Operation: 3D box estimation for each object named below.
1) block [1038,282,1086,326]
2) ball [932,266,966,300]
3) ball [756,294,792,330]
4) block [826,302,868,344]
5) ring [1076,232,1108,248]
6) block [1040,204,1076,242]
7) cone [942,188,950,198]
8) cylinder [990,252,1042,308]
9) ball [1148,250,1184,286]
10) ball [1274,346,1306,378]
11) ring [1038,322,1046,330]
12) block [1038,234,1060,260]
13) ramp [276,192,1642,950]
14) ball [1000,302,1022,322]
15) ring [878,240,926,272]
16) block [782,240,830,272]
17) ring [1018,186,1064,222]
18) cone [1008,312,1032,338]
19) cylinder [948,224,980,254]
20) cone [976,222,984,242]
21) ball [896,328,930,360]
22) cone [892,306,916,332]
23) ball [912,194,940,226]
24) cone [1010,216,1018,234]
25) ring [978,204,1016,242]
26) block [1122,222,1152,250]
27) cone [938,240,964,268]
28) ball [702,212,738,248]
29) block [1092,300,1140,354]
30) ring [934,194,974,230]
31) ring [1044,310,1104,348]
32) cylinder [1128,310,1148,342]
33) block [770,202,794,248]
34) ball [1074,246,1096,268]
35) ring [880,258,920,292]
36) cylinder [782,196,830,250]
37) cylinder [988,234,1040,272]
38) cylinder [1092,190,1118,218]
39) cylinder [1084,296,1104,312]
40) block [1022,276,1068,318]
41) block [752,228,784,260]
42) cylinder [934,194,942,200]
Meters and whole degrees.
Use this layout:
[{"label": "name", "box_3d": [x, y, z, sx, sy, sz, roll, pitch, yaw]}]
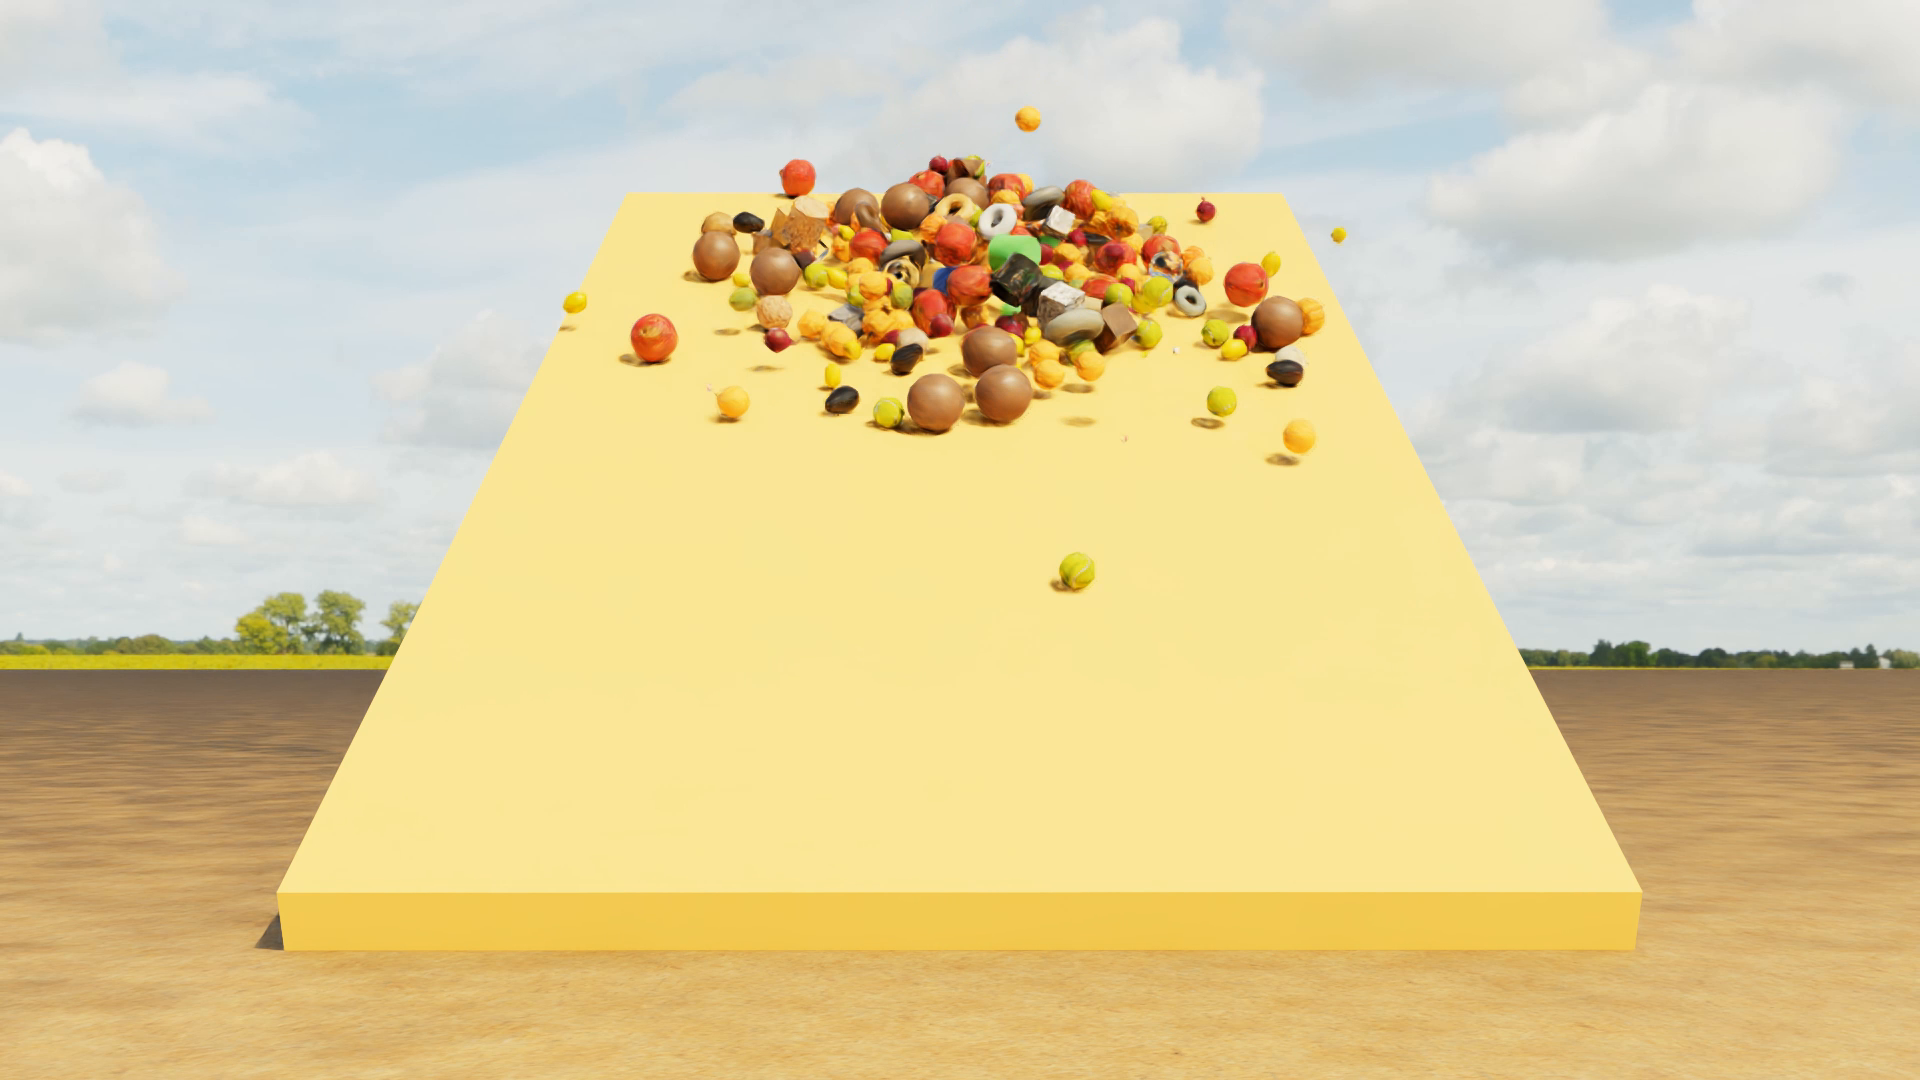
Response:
[{"label": "block", "box_3d": [0.252, -0.579, 5.761, 0.083, 0.083, 0.083, 27, 42, 28]}, {"label": "ball", "box_3d": [-0.030, -0.661, 5.939, 0.085, 0.085, 0.085, 0, -3, 0]}, {"label": "ball", "box_3d": [-0.465, -0.570, 5.807, 0.090, 0.090, 0.090, 0, -3, 0]}, {"label": "block", "box_3d": [-0.278, -0.538, 5.743, 0.066, 0.066, 0.066, -34, 38, -28]}, {"label": "ring", "box_3d": [0.368, -0.840, 6.488, 0.094, 0.031, 0.094, 8, 17, -3]}, {"label": "block", "box_3d": [0.269, -0.870, 6.355, 0.065, 0.065, 0.065, 26, -12, -9]}, {"label": "cone", "box_3d": [-0.045, -1.028, 6.907, 0.050, 0.050, 0.050, -16, 7, 2]}, {"label": "cylinder", "box_3d": [0.136, -0.633, 5.634, 0.094, 0.094, 0.094, 33, -16, 11]}, {"label": "ball", "box_3d": [0.518, -0.683, 5.815, 0.088, 0.088, 0.088, 0, -3, 0]}, {"label": "ball", "box_3d": [0.781, -0.422, 5.484, 0.076, 0.076, 0.076, 0, -3, 0]}, {"label": "ring", "box_3d": [0.248, -0.551, 5.827, 0.108, 0.036, 0.108, 4, 28, -2]}, {"label": "block", "box_3d": [0.239, -0.807, 6.374, 0.051, 0.051, 0.051, 19, -3, -11]}, {"label": "ramp", "box_3d": [-0.007, -0.226, 5.247, 2.000, 0.100, 4.000, 0, 23, 0]}, {"label": "ball", "box_3d": [0.127, -0.576, 5.820, 0.054, 0.054, 0.054, 0, -3, 0]}, {"label": "ring", "box_3d": [-0.155, -0.747, 6.177, 0.133, 0.044, 0.133, -15, -38, -12]}, {"label": "block", "box_3d": [-0.413, -0.777, 6.209, 0.083, 0.083, 0.083, 44, 9, 0]}, {"label": "ring", "box_3d": [0.223, -0.927, 6.392, 0.141, 0.047, 0.141, -25, -14, -7]}, {"label": "cone", "box_3d": [0.163, -0.532, 5.798, 0.064, 0.064, 0.064, -2, -10, 36]}, {"label": "cylinder", "box_3d": [0.010, -0.834, 6.434, 0.077, 0.077, 0.077, -7, -2, -8]}, {"label": "cone", "box_3d": [0.045, -0.875, 6.555, 0.053, 0.053, 0.053, 5, 14, -1]}, {"label": "ball", "box_3d": [-0.115, -0.474, 5.595, 0.081, 0.081, 0.081, 0, -3, 0]}, {"label": "cone", "box_3d": [-0.140, -0.563, 5.822, 0.065, 0.065, 0.065, 0, 23, 0]}, {"label": "ball", "box_3d": [-0.090, -0.914, 6.420, 0.090, 0.090, 0.090, 0, -3, 0]}, {"label": "cone", "box_3d": [0.094, -0.872, 6.288, 0.089, 0.089, 0.089, 3, 25, -45]}, {"label": "ring", "box_3d": [0.099, -0.850, 6.190, 0.116, 0.116, 0.039, -2, -29, 32]}, {"label": "block", "box_3d": [0.499, -0.855, 6.514, 0.059, 0.059, 0.059, -17, 28, -35]}, {"label": "cone", "box_3d": [-0.020, -0.764, 6.256, 0.072, 0.072, 0.072, -8, 30, 5]}, {"label": "ball", "box_3d": [-0.676, -0.870, 6.492, 0.100, 0.100, 0.100, 0, -3, 0]}, {"label": "block", "box_3d": [0.368, -0.520, 5.650, 0.081, 0.081, 0.081, -27, -10, -35]}, {"label": "ring", "box_3d": [-0.017, -0.879, 6.198, 0.114, 0.114, 0.038, -1, -32, 23]}, {"label": "ring", "box_3d": [0.274, -0.508, 5.559, 0.147, 0.049, 0.147, -14, -16, -4]}, {"label": "cylinder", "box_3d": [0.425, -0.532, 5.741, 0.059, 0.059, 0.059, 41, 21, 32]}, {"label": "block", "box_3d": [-0.455, -0.869, 6.379, 0.087, 0.087, 0.087, -24, -26, -37]}, {"label": "ball", "box_3d": [0.340, -0.773, 6.323, 0.059, 0.059, 0.059, 0, -3, 0]}, {"label": "ring", "box_3d": [-0.157, -0.698, 6.104, 0.109, 0.036, 0.109, -6, -41, -5]}, {"label": "cylinder", "box_3d": [-0.389, -0.799, 5.828, 0.095, 0.095, 0.095, 17, 36, -13]}, {"label": "cylinder", "box_3d": [0.138, -0.726, 5.885, 0.098, 0.098, 0.098, 10, 3, 31]}, {"label": "cylinder", "box_3d": [0.427, -0.987, 6.798, 0.078, 0.078, 0.078, 2, -3, 4]}, {"label": "cylinder", "box_3d": [0.330, -0.587, 5.846, 0.052, 0.052, 0.052, 14, -1, 7]}, {"label": "block", "box_3d": [0.218, -0.620, 5.932, 0.085, 0.085, 0.085, 17, 29, 33]}, {"label": "block", "box_3d": [-0.533, -0.824, 6.430, 0.064, 0.064, 0.064, 13, 26, 28]}, {"label": "cylinder", "box_3d": [-0.068, -0.965, 6.761, 0.065, 0.065, 0.065, 1, 32, -10]}]
